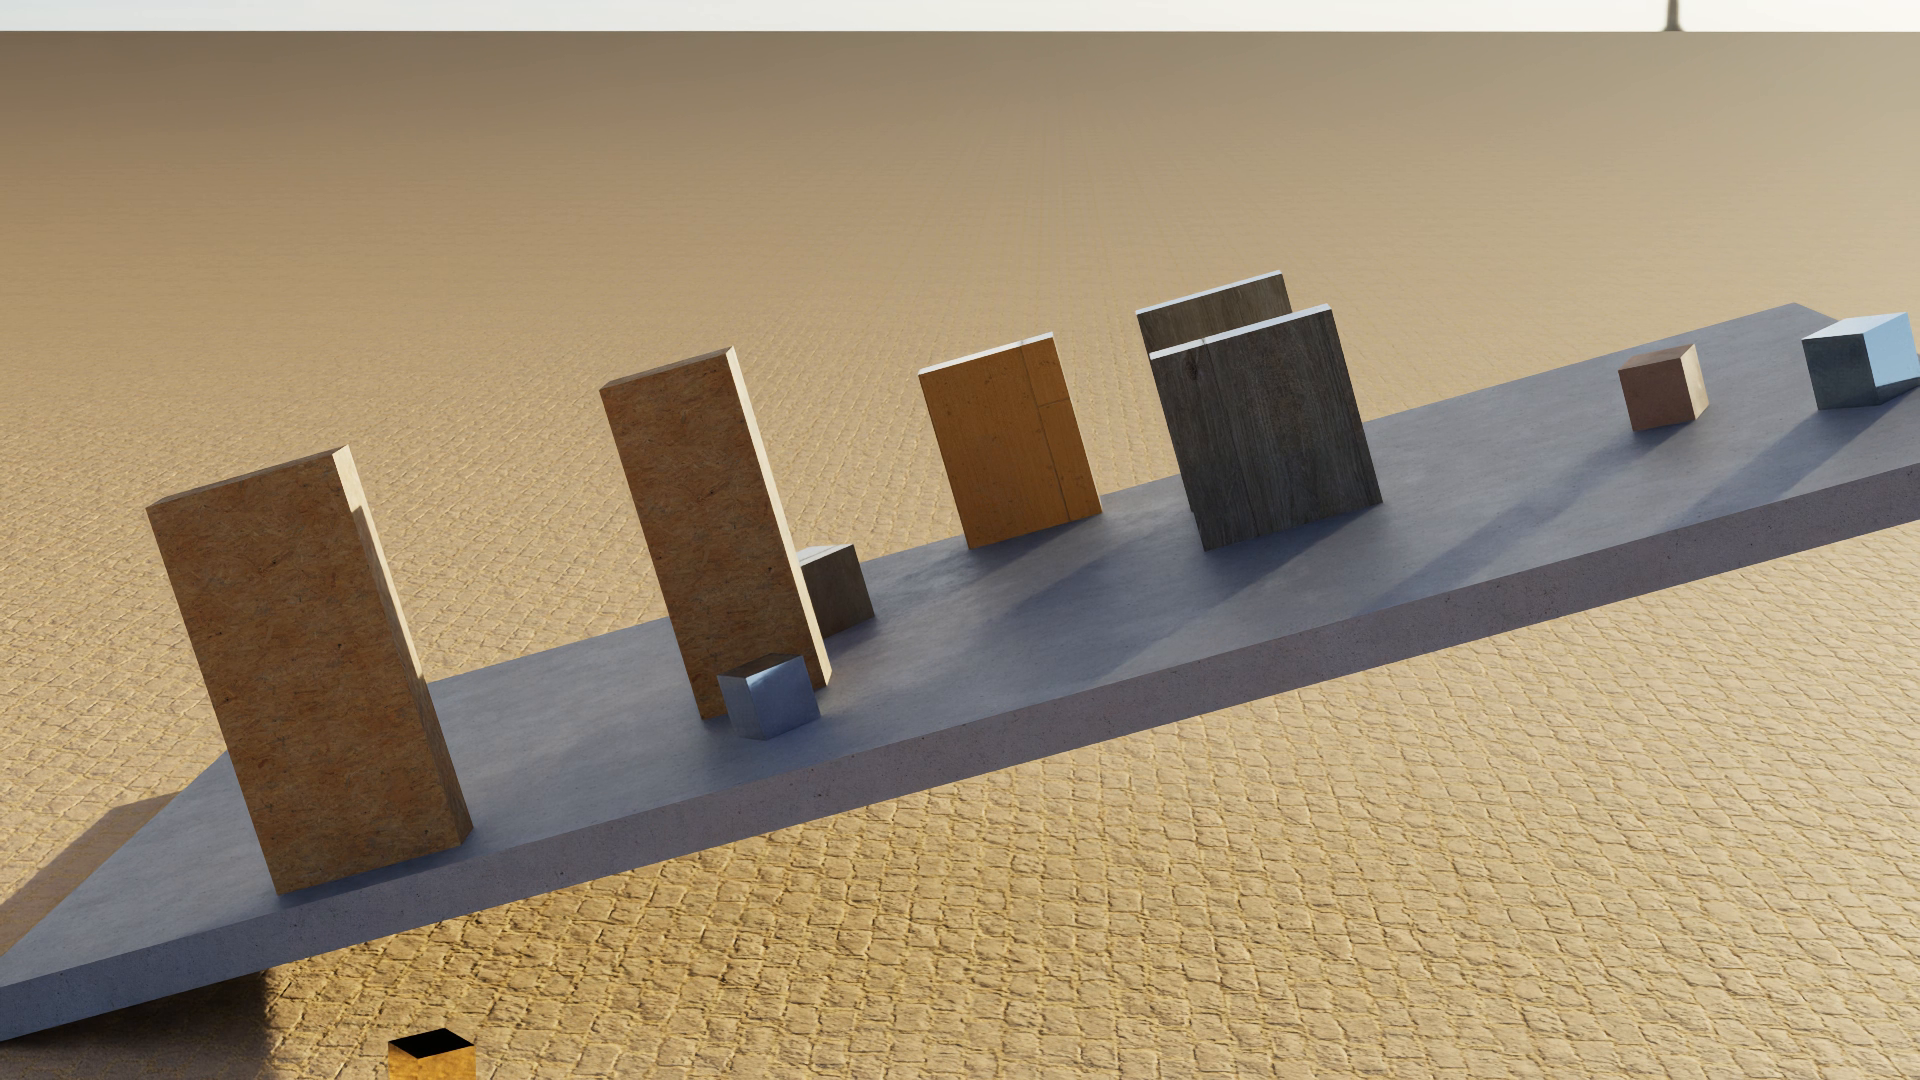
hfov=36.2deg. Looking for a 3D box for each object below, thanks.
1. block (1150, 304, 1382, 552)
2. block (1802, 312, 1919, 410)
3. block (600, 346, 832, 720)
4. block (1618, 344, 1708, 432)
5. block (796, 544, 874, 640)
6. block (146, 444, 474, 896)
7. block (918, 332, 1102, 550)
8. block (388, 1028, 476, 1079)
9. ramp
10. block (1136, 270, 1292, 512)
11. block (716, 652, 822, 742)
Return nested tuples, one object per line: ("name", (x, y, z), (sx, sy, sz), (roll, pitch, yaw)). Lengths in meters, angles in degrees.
("block", (0.648, -0.238, 6.234), (0.390, 0.426, 0.108), (-16, 10, 5))
("block", (1.788, -0.354, 5.828), (0.147, 0.147, 0.147), (-23, 12, -34))
("block", (-0.496, -0.014, 6.017), (0.267, 0.708, 0.137), (-16, 10, 5))
("block", (1.481, -0.321, 6.190), (0.134, 0.134, 0.134), (-11, 11, 29))
("block", (-0.330, 0.121, 6.584), (0.171, 0.171, 0.171), (-24, 12, -37))
("block", (-1.221, 0.247, 5.549), (0.367, 0.774, 0.122), (-16, 10, 5))
("block", (0.122, -0.239, 7.067), (0.333, 0.439, 0.107), (-16, 10, 5))
("block", (-0.938, 0.948, 5.227), (0.113, 0.113, 0.113), (-8, 13, -37))
("ramp", (0.088, 0.188, 6.322), (4.000, 0.100, 2.000), (-16, 10, 5))
("block", (0.627, -0.338, 6.698), (0.339, 0.471, 0.081), (-16, 10, 5))
("block", (-0.373, 0.305, 5.740), (0.129, 0.129, 0.129), (-22, 11, -29))
